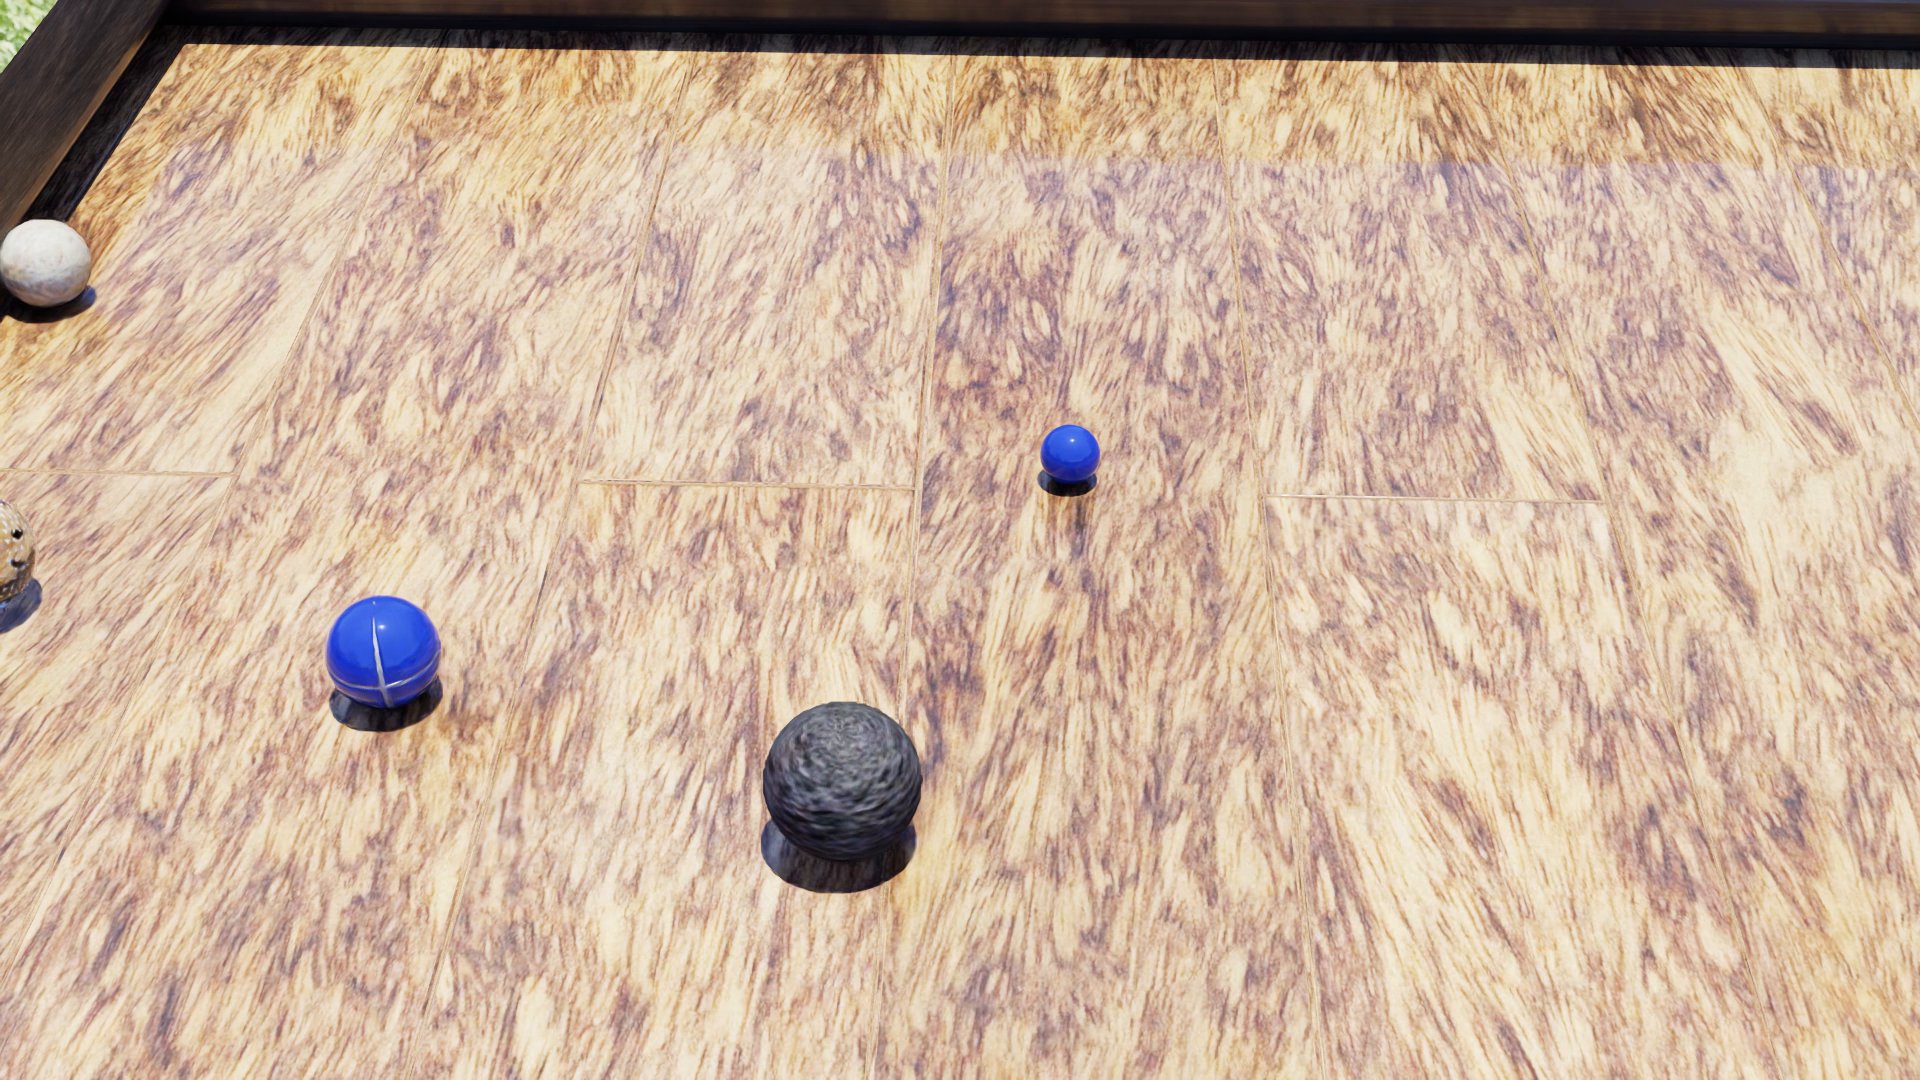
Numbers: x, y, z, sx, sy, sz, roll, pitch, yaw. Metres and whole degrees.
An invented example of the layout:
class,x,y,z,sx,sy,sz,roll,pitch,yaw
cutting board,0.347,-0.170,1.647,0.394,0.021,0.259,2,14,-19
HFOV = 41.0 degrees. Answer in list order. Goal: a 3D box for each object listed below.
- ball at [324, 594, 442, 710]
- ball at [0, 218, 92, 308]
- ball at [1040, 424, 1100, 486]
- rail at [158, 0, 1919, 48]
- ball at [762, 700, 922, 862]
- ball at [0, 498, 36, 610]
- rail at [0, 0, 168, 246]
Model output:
class,x,y,z,sx,sy,sz,roll,pitch,yaw
ball,-0.371,0.072,1.650,0.074,0.074,0.074,0,36,0
ball,-0.736,-0.223,2.064,0.071,0.071,0.071,0,36,0
ball,0.080,-0.062,1.862,0.044,0.044,0.044,0,36,0
rail,0.851,-0.512,2.422,3.287,0.124,0.045,1,36,2
ball,-0.070,0.144,1.531,0.095,0.095,0.095,0,36,0
ball,-0.668,0.009,1.727,0.086,0.086,0.086,0,36,0
rail,-0.798,-0.040,1.762,0.045,0.124,1.782,1,36,2
